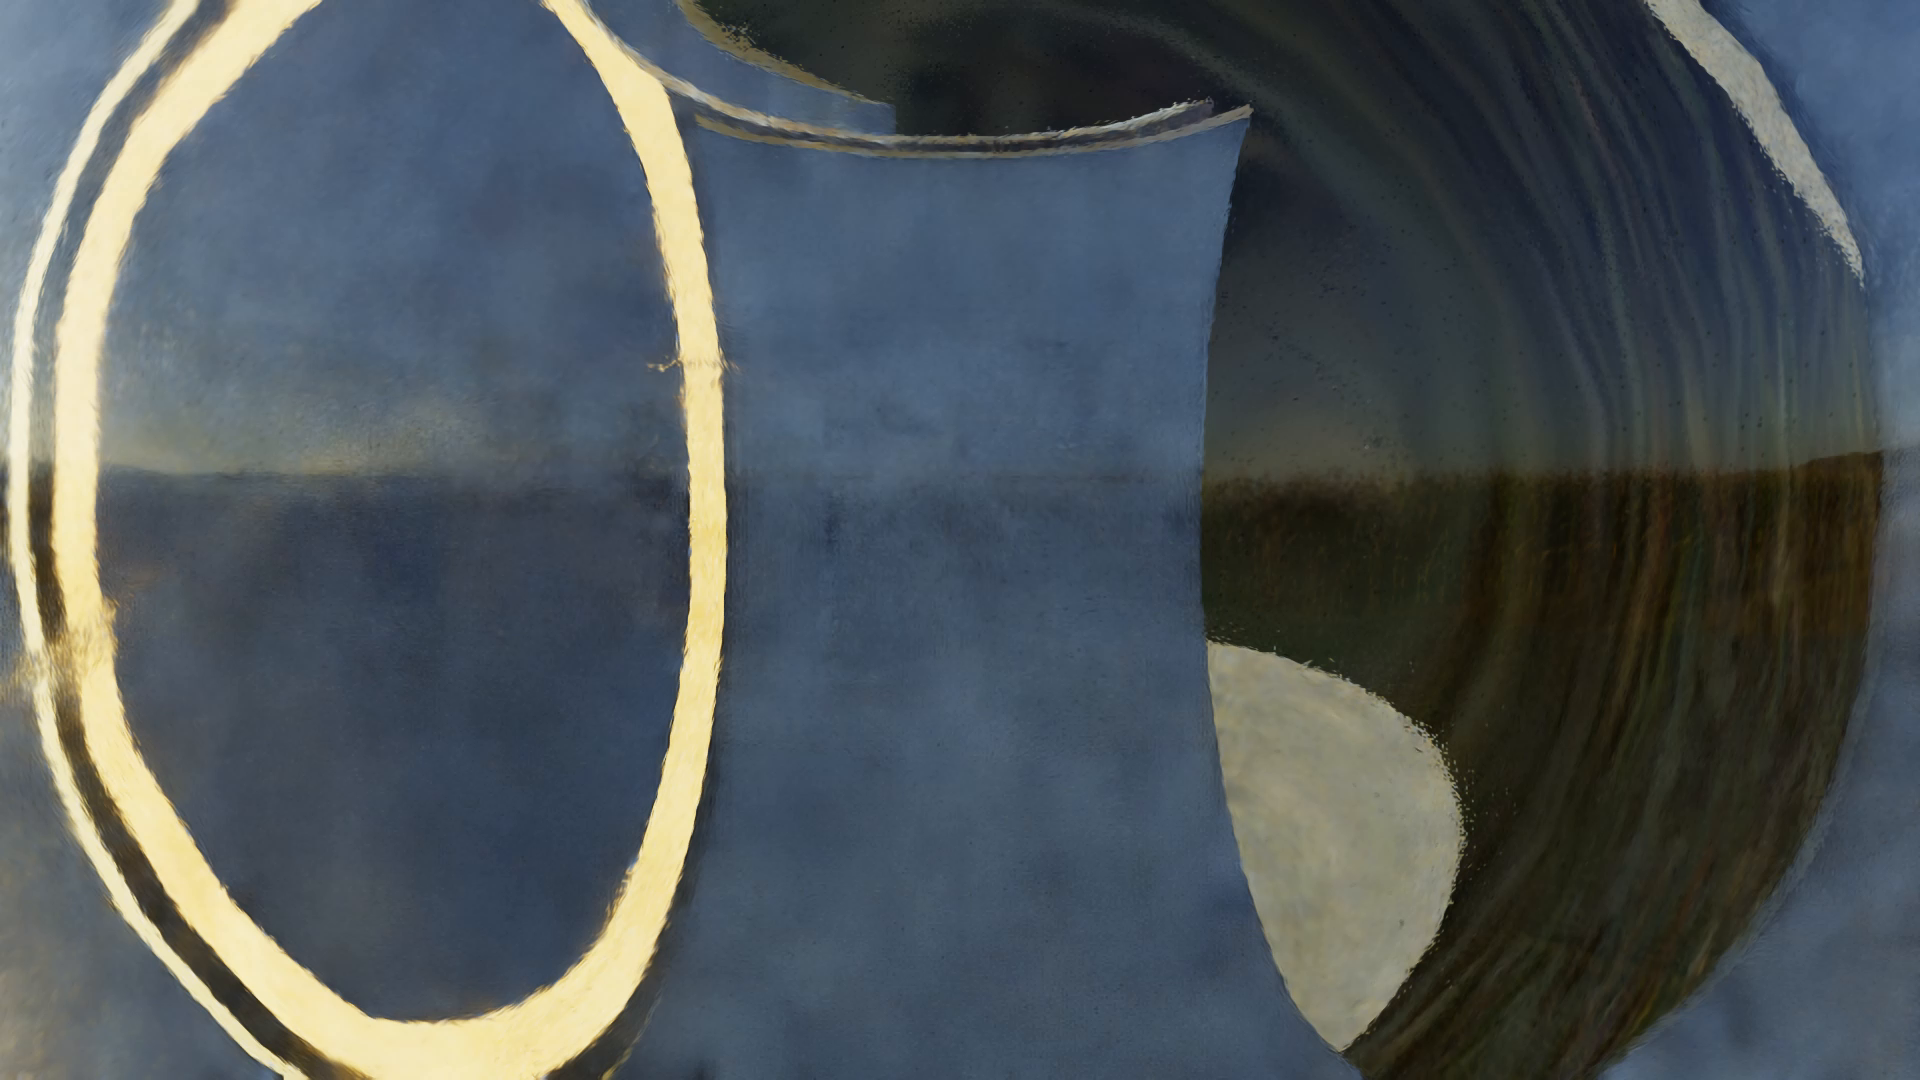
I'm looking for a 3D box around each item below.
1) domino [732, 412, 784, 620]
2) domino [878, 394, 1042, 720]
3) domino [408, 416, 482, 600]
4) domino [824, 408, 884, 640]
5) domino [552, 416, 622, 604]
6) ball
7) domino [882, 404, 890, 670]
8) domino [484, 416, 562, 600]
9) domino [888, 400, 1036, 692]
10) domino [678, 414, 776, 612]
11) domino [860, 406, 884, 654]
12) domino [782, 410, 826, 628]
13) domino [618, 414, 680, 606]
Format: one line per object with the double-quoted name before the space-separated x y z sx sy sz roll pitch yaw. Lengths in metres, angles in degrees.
"domino" -0.044 -0.007 0.321 0.010 0.050 0.025 4 6 43
"domino" 0.000 0.002 0.201 0.025 0.050 0.009 0 4 0
"domino" -0.144 -0.009 0.360 0.009 0.050 0.025 0 4 -2
"domino" -0.017 -0.004 0.286 0.025 0.050 0.009 -2 5 -29
"domino" -0.101 -0.009 0.355 0.010 0.050 0.025 1 4 17
"ball" 0.000 -0.002 0.056 0.080 0.080 0.080 0 4 0
"domino" -0.002 -0.001 0.245 0.025 0.050 0.010 -1 4 -11
"domino" -0.122 -0.009 0.360 0.010 0.050 0.025 1 4 8
"domino" 0.000 0.001 0.223 0.025 0.050 0.009 0 4 0
"domino" -0.061 -0.008 0.335 0.010 0.050 0.025 3 5 35
"domino" -0.007 -0.002 0.266 0.025 0.050 0.009 -2 5 -20
"domino" -0.029 -0.005 0.305 0.025 0.050 0.009 -3 5 -37
"domino" -0.080 -0.008 0.347 0.010 0.050 0.025 2 5 26
